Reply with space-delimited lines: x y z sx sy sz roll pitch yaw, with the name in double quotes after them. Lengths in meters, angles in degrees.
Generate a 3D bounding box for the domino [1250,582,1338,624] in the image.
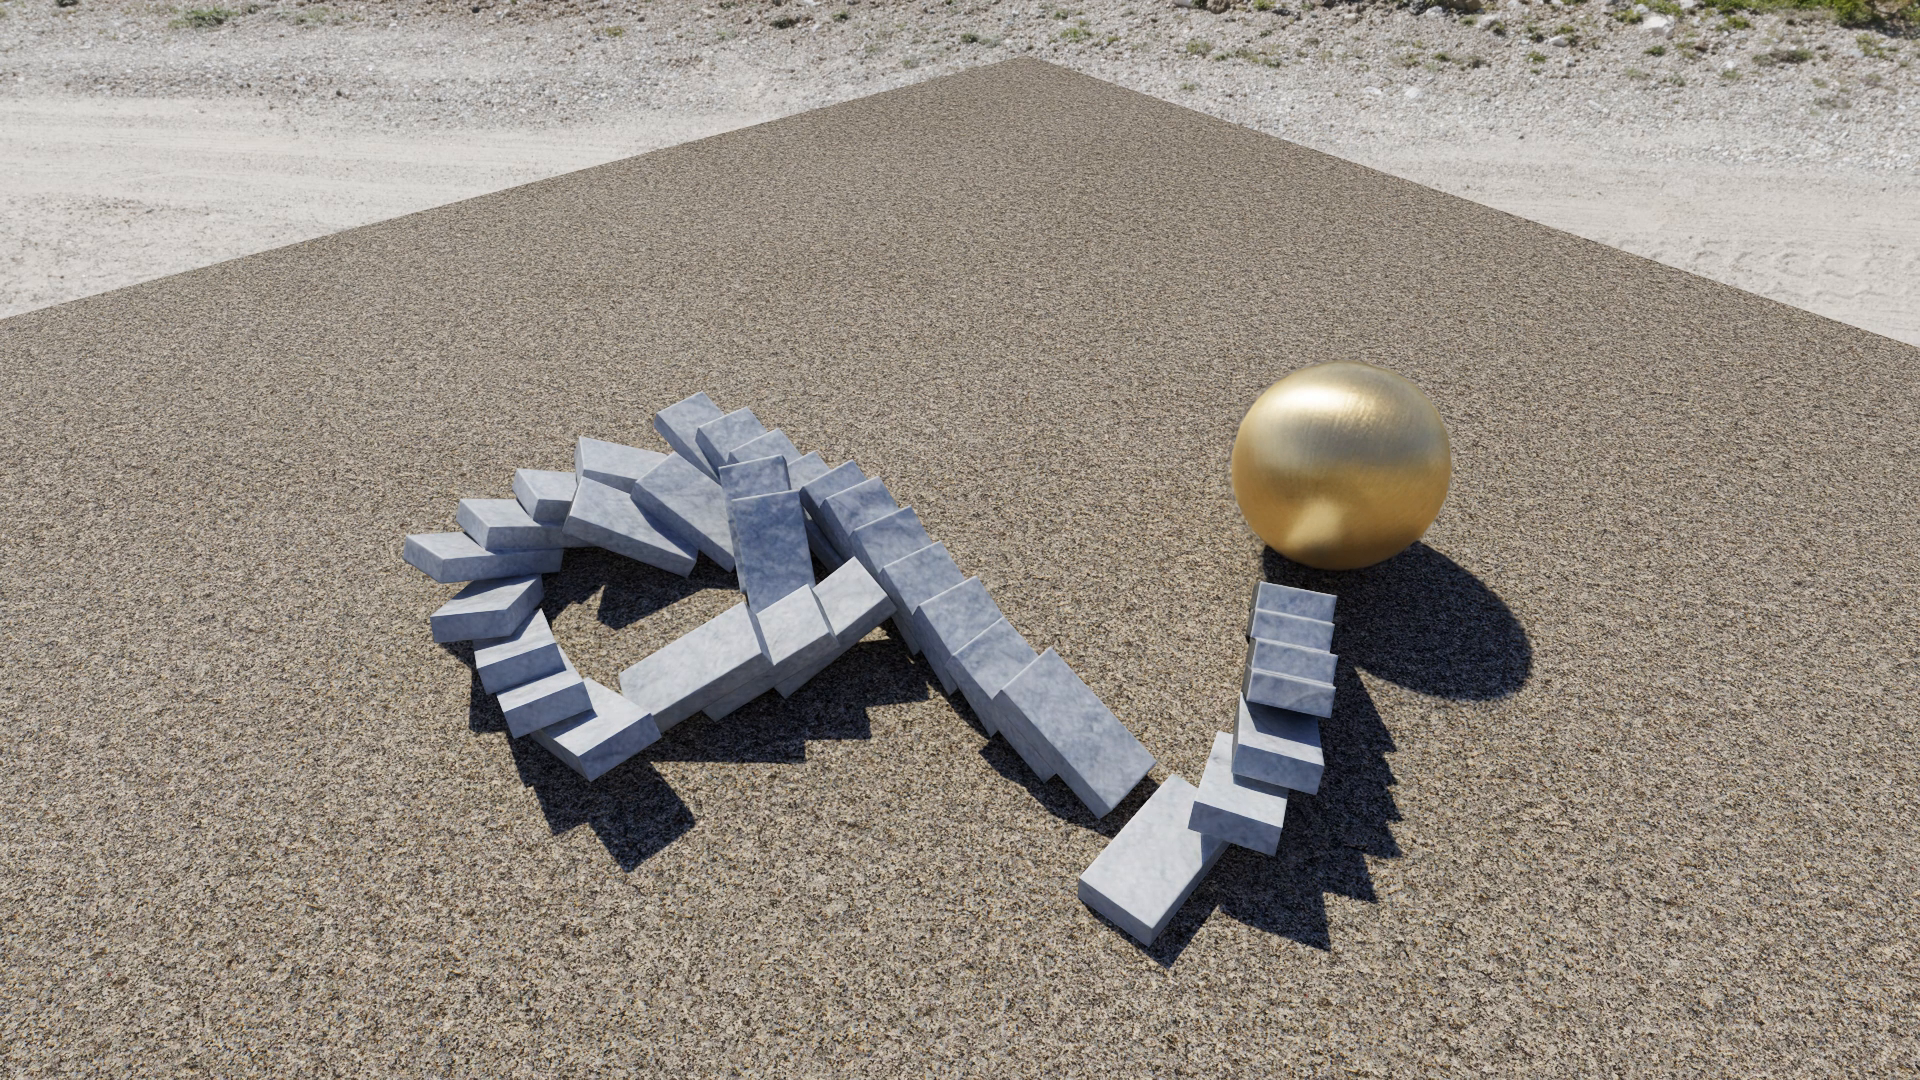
0.118 0.022 0.392 0.025 0.010 0.050 11 -1 13 "domino"

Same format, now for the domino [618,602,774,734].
-0.090 0.044 0.373 0.050 0.010 0.025 -30 48 1 "domino"

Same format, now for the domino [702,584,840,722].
-0.069 0.039 0.380 0.050 0.009 0.025 -31 47 -1 "domino"

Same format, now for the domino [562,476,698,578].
-0.127 -0.005 0.430 0.050 0.010 0.025 22 34 -22 "domino"

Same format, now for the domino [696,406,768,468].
-0.087 -0.031 0.465 0.025 0.010 0.050 -31 74 -35 "domino"

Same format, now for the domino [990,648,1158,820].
0.036 0.061 0.352 0.050 0.009 0.025 47 54 10 "domino"

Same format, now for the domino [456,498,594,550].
-0.168 -0.007 0.433 0.025 0.010 0.050 32 21 35 "domino"

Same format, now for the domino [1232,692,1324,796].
0.100 0.063 0.348 0.025 0.009 0.050 13 13 12 "domino"

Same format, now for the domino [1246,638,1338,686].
0.111 0.040 0.370 0.025 0.009 0.050 11 -1 13 "domino"

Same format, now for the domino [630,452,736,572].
-0.103 -0.011 0.439 0.050 0.010 0.025 37 43 1 "domino"

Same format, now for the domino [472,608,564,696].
-0.154 0.038 0.381 0.025 0.010 0.050 -19 18 -22 "domino"

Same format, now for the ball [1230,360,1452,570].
0.145 -0.028 0.422 0.080 0.080 0.080 0 39 0 "ball"

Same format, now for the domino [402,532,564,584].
-0.180 0.005 0.418 0.025 0.009 0.050 23 16 30 "domino"

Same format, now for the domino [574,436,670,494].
-0.134 -0.028 0.460 0.050 0.010 0.025 11 32 -31 "domino"

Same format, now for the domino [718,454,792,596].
-0.076 -0.006 0.425 0.025 0.010 0.050 -12 80 -1 "domino"

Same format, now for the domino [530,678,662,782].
-0.120 0.060 0.356 0.025 0.010 0.050 -32 27 -33 "domino"

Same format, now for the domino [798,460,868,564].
-0.038 -0.005 0.429 0.025 0.010 0.050 -32 82 -33 "domino"

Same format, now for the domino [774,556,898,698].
-0.050 0.031 0.391 0.050 0.010 0.025 -38 49 -7 "domino"

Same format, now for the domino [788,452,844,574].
-0.054 -0.010 0.440 0.025 0.009 0.050 -32 74 -33 "domino"

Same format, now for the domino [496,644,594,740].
-0.141 0.050 0.367 0.025 0.009 0.050 -21 18 -24 "domino"

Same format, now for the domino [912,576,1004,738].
0.008 0.039 0.378 0.025 0.009 0.050 -26 73 -28 "domino"

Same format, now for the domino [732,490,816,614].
-0.069 0.008 0.410 0.025 0.010 0.050 -10 79 -12 "domino"

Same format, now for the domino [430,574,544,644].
-0.169 0.024 0.397 0.025 0.009 0.050 -5 13 -7 "domino"

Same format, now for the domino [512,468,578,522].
-0.152 -0.017 0.447 0.050 0.009 0.025 2 29 -44 "domino"

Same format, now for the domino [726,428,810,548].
-0.070 -0.021 0.452 0.025 0.009 0.050 -32 75 -34 "domino"

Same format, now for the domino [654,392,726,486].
-0.106 -0.040 0.475 0.050 0.009 0.025 46 51 10 "domino"

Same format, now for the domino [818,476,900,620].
-0.030 0.003 0.418 0.025 0.010 0.050 -26 79 -32 "domino"

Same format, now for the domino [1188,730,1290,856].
0.087 0.076 0.336 0.025 0.009 0.050 15 19 17 "domino"

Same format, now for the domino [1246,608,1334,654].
0.113 0.031 0.381 0.025 0.009 0.050 11 -1 13 "domino"

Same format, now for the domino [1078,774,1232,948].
0.060 0.094 0.328 0.025 0.010 0.050 29 47 30 "domino"

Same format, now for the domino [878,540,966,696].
-0.005 0.027 0.392 0.025 0.010 0.050 -25 75 -28 "domino"

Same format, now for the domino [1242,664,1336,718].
0.106 0.049 0.360 0.025 0.009 0.050 11 -1 13 "domino"

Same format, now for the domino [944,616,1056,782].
0.021 0.052 0.363 0.025 0.009 0.050 -34 77 -34 "domino"

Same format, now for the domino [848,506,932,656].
-0.018 0.015 0.405 0.025 0.009 0.050 -25 78 -28 "domino"
